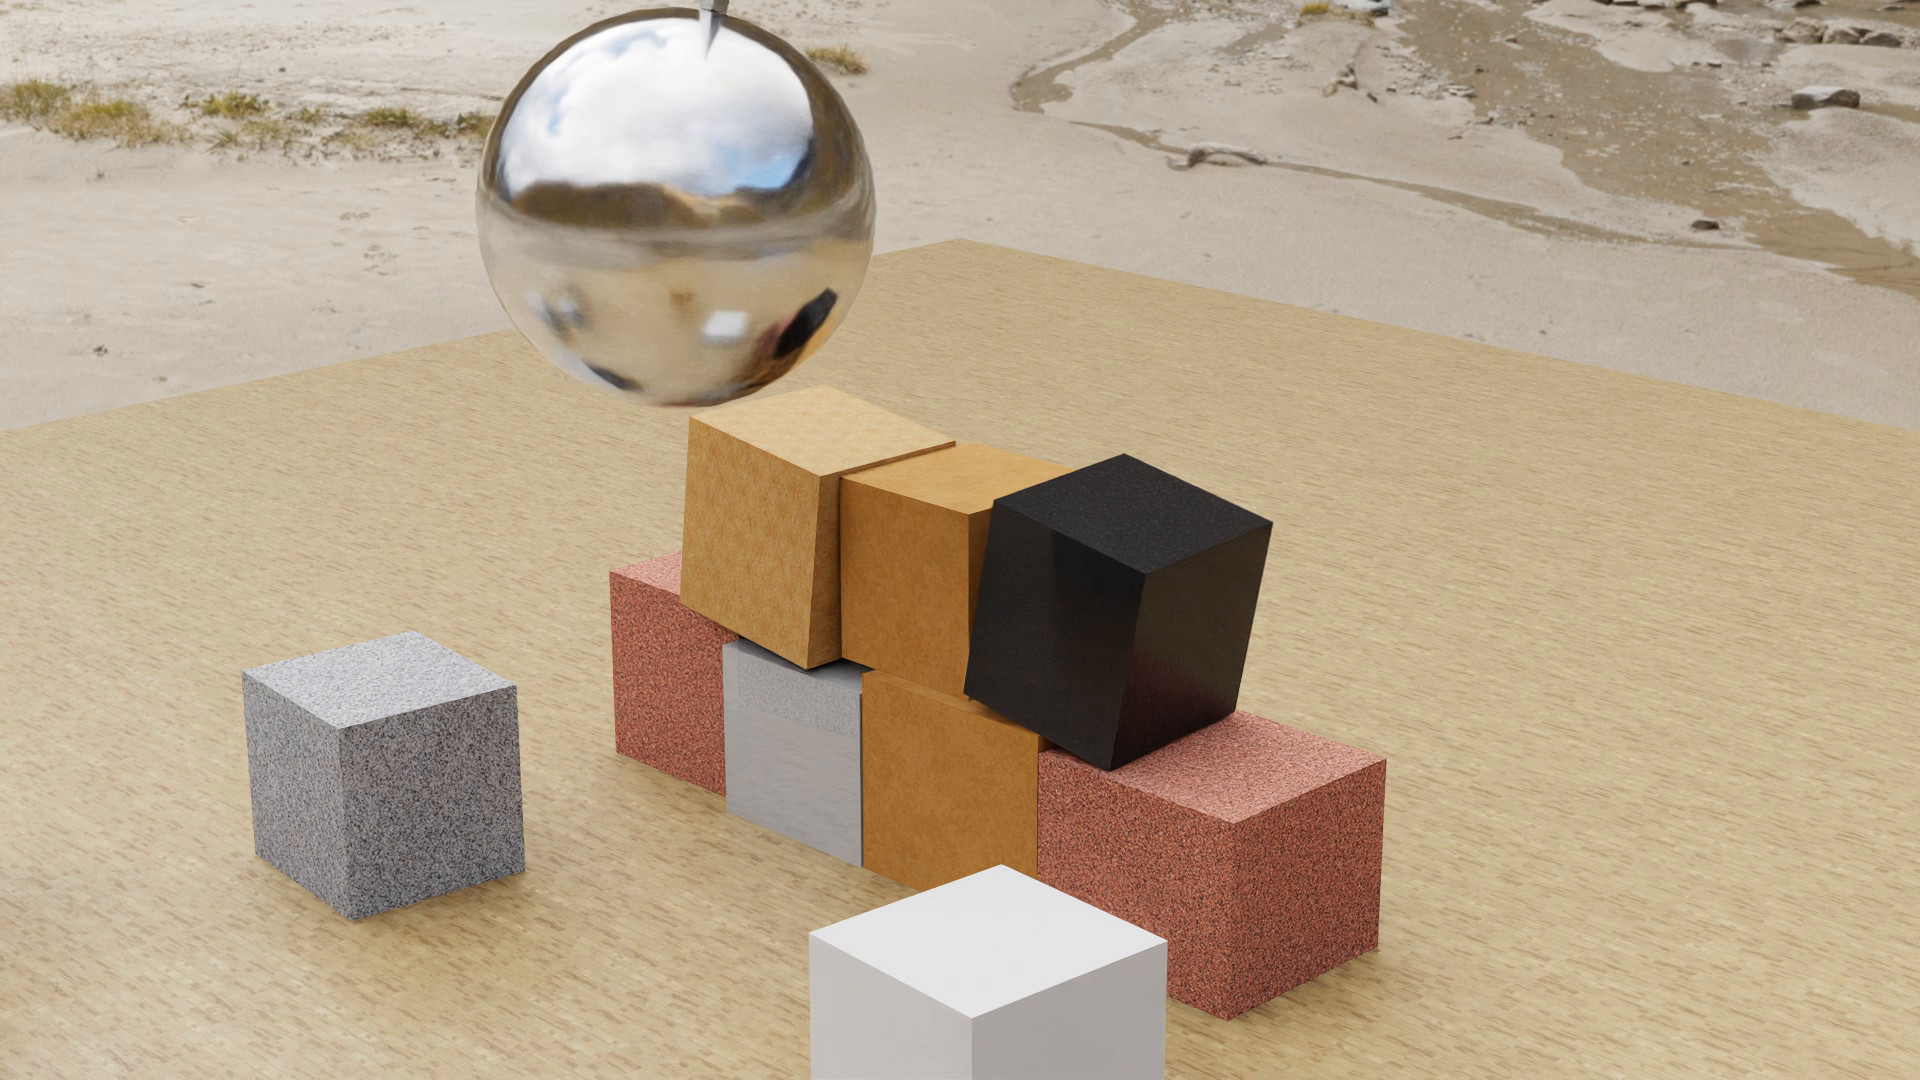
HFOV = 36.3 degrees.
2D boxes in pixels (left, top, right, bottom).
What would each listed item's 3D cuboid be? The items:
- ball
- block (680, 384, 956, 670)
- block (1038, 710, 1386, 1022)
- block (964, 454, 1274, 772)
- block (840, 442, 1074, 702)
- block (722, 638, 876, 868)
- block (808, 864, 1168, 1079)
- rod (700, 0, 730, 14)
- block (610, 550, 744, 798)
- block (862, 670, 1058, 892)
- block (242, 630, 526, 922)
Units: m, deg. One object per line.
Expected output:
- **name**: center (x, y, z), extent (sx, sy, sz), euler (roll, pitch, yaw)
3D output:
- **ball**: center (-1.133, -1.323, 11.738), extent (1.600, 1.600, 1.600), euler (0, 17, 0)
- **block**: center (-0.681, -0.082, 13.863), extent (0.857, 0.954, 0.909), euler (-17, 31, -42)
- **block**: center (1.075, 1.338, 12.623), extent (1.011, 0.878, 1.080), euler (-17, 24, -42)
- **block**: center (0.678, 0.295, 12.658), extent (0.823, 0.935, 0.901), euler (27, 31, 34)
- **block**: center (0.044, 0.125, 13.334), extent (0.819, 0.862, 0.838), euler (17, 24, 42)
- **block**: center (-0.432, 0.897, 14.064), extent (1.018, 0.854, 0.950), euler (-17, 24, -42)
- **block**: center (0.101, 1.878, 10.890), extent (0.951, 0.886, 0.913), euler (-15, 23, -39)
- **rod**: center (-0.491, -4.641, 11.368), extent (0.080, 5.200, 0.080), euler (17, 8, 42)
- **block**: center (-1.109, 0.631, 14.720), extent (0.981, 0.970, 0.832), euler (17, 24, 42)
- **block**: center (0.308, 1.067, 13.362), extent (1.027, 0.952, 1.096), euler (-17, 24, -42)
- **block**: center (-2.645, 1.058, 13.459), extent (0.887, 0.910, 0.953), euler (-13, 22, -36)
